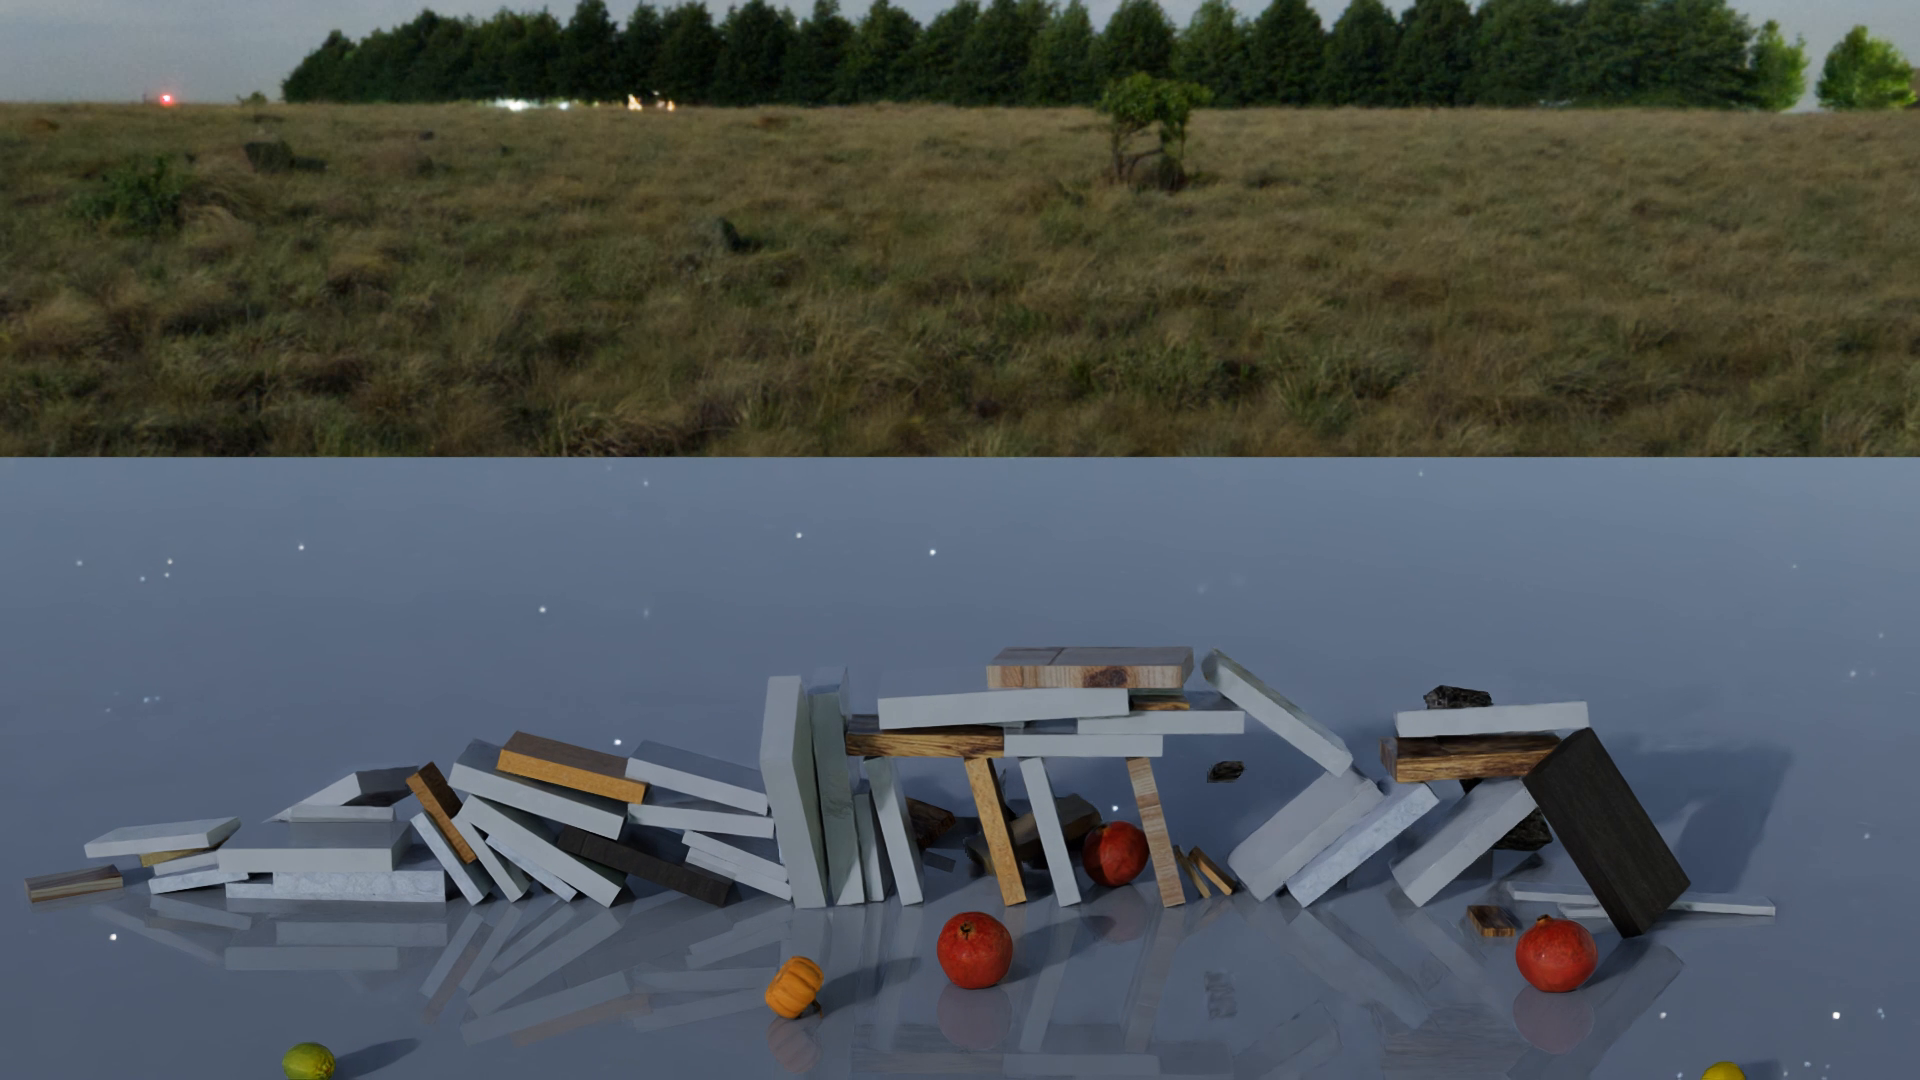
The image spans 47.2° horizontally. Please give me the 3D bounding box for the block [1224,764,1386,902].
[{"bbox_3d":[0.575,0.484,3.685,0.269,0.038,0.135,-40,16,0],"label":"block"}]

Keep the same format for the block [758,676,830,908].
[{"bbox_3d":[-0.261,0.409,3.543,0.051,0.359,0.180,-4,42,5],"label":"block"}]

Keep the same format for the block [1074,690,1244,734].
[{"bbox_3d":[0.325,0.283,3.616,0.269,0.038,0.135,0,11,0],"label":"block"}]

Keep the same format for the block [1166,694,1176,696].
[{"bbox_3d":[0.324,0.250,3.652,0.045,0.013,0.090,-7,13,-34],"label":"block"}]

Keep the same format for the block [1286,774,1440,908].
[{"bbox_3d":[0.658,0.486,3.649,0.282,0.040,0.141,-40,8,7],"label":"block"}]

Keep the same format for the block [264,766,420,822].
[{"bbox_3d":[-1.079,0.464,3.821,0.281,0.040,0.140,-27,-15,30],"label":"block"}]

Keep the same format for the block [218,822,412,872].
[{"bbox_3d":[-1.066,0.509,3.646,0.281,0.040,0.140,0,10,-1],"label":"block"}]

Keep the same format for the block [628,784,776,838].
[{"bbox_3d":[-0.422,0.451,3.667,0.242,0.034,0.121,6,10,3],"label":"block"}]

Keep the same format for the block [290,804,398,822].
[{"bbox_3d":[-1.044,0.485,3.741,0.170,0.085,0.024,2,50,-3],"label":"block"}]

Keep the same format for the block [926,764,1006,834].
[{"bbox_3d":[0.008,0.485,4.148,0.108,0.031,0.337,2,11,10],"label":"block"}]

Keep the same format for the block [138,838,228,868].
[{"bbox_3d":[-1.317,0.518,3.728,0.143,0.020,0.072,-15,10,-25],"label":"block"}]

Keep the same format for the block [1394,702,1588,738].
[{"bbox_3d":[0.867,0.294,3.606,0.298,0.042,0.149,-4,-5,9],"label":"block"}]

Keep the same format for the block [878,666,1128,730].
[{"bbox_3d":[0.070,0.249,3.598,0.399,0.051,0.180,-4,10,1],"label":"block"}]

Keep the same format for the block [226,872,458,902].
[{"bbox_3d":[-1.031,0.575,3.680,0.370,0.025,0.087,1,11,3],"label":"block"}]

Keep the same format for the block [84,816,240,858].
[{"bbox_3d":[-1.347,0.502,3.717,0.259,0.024,0.085,-8,10,21],"label":"block"}]

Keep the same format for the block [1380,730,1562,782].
[{"bbox_3d":[0.846,0.354,3.624,0.282,0.040,0.141,-3,9,0],"label":"block"}]

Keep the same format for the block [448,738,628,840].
[{"bbox_3d":[-0.689,0.412,3.648,0.289,0.041,0.144,18,10,-3],"label":"block"}]

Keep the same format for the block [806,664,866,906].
[{"bbox_3d":[-0.199,0.405,3.665,0.051,0.359,0.180,-6,11,3],"label":"block"}]

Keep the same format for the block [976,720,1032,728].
[{"bbox_3d":[0.037,0.285,3.649,0.166,0.023,0.083,2,11,17],"label":"block"}]

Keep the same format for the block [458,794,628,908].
[{"bbox_3d":[-0.684,0.495,3.655,0.289,0.041,0.144,33,9,-5],"label":"block"}]

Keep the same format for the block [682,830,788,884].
[{"bbox_3d":[-0.365,0.513,3.663,0.185,0.026,0.092,21,10,1],"label":"block"}]

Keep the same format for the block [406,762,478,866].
[{"bbox_3d":[-0.847,0.452,3.643,0.024,0.171,0.085,-33,4,6],"label":"block"}]

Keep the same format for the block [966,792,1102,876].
[{"bbox_3d":[0.128,0.511,3.824,0.217,0.031,0.108,-22,16,-14],"label":"block"}]

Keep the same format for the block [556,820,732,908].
[{"bbox_3d":[-0.515,0.520,3.662,0.289,0.041,0.144,21,10,-3],"label":"block"}]

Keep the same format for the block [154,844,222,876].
[{"bbox_3d":[-1.280,0.533,3.716,0.143,0.020,0.072,-12,9,-3],"label":"block"}]

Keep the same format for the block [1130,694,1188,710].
[{"bbox_3d":[0.324,0.265,3.575,0.090,0.013,0.045,-1,11,-4],"label":"block"}]

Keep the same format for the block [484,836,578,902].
[{"bbox_3d":[-0.705,0.529,3.656,0.171,0.024,0.086,37,9,-6],"label":"block"}]

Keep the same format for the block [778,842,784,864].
[{"bbox_3d":[-0.288,0.442,3.645,0.024,0.170,0.085,-4,10,5],"label":"block"}]

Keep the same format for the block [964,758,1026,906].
[{"bbox_3d":[0.059,0.464,3.649,0.036,0.254,0.127,-15,10,3],"label":"block"}]

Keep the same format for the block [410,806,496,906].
[{"bbox_3d":[-0.836,0.514,3.636,0.025,0.175,0.087,-33,7,7],"label":"block"}]

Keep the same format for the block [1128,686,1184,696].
[{"bbox_3d":[0.319,0.244,3.619,0.090,0.013,0.045,-2,11,-2],"label":"block"}]

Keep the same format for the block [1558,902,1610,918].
[{"bbox_3d":[1.031,0.599,3.579,0.102,0.014,0.051,0,11,-1],"label":"block"}]

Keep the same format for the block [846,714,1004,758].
[{"bbox_3d":[-0.055,0.322,3.620,0.254,0.036,0.127,1,11,2],"label":"block"}]

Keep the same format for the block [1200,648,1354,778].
[{"bbox_3d":[0.520,0.282,3.623,0.269,0.038,0.135,36,9,-4],"label":"block"}]

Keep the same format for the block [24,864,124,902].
[{"bbox_3d":[-1.487,0.576,3.690,0.143,0.020,0.072,-6,12,-31],"label":"block"}]

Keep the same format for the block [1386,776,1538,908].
[{"bbox_3d":[0.841,0.481,3.649,0.282,0.040,0.141,-42,8,7],"label":"block"}]

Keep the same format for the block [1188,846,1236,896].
[{"bbox_3d":[0.421,0.552,3.676,0.091,0.013,0.045,43,15,4],"label":"block"}]

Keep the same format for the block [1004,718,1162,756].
[{"bbox_3d":[0.200,0.321,3.617,0.256,0.036,0.128,0,11,1],"label":"block"}]

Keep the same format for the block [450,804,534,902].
[{"bbox_3d":[-0.776,0.514,3.651,0.024,0.171,0.086,-33,8,6],"label":"block"}]

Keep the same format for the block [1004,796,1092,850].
[{"bbox_3d":[0.157,0.515,3.987,0.108,0.031,0.217,-2,11,-13],"label":"block"}]

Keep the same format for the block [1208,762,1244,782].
[{"bbox_3d":[0.445,0.387,3.676,0.045,0.013,0.091,-3,-19,-3],"label":"block"}]

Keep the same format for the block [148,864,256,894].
[{"bbox_3d":[-1.260,0.556,3.694,0.175,0.025,0.087,-10,9,8],"label":"block"}]

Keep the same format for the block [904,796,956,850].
[{"bbox_3d":[-0.094,0.506,3.966,0.083,0.023,0.166,-39,31,-30],"label":"block"}]

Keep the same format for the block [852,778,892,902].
[{"bbox_3d":[-0.145,0.497,3.658,0.026,0.184,0.092,-7,10,7],"label":"block"}]

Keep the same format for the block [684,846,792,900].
[{"bbox_3d":[-0.360,0.542,3.667,0.185,0.026,0.092,21,10,-1],"label":"block"}]

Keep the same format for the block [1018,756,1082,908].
[{"bbox_3d":[0.147,0.465,3.643,0.036,0.256,0.128,-15,10,3],"label":"block"}]

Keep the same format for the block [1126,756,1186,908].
[{"bbox_3d":[0.321,0.464,3.643,0.036,0.256,0.128,-14,10,4],"label":"block"}]

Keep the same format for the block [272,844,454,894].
[{"bbox_3d":[-0.981,0.546,3.660,0.281,0.040,0.140,0,11,1],"label":"block"}]

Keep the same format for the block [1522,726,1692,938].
[{"bbox_3d":[1.027,0.463,3.489,0.149,0.298,0.042,-32,0,-34],"label":"block"}]

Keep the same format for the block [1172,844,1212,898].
[{"bbox_3d":[0.386,0.551,3.657,0.013,0.091,0.045,-35,8,7],"label":"block"}]

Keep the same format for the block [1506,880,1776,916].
[{"bbox_3d":[1.111,0.585,3.589,0.423,0.014,0.051,4,10,0],"label":"block"}]

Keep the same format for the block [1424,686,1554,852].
[{"bbox_3d":[0.934,0.404,3.889,0.149,0.298,0.042,10,-39,-43],"label":"block"}]

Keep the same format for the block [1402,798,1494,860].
[{"bbox_3d":[0.863,0.518,3.958,0.126,0.036,0.252,0,11,-2],"label":"block"}]

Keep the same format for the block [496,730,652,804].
[{"bbox_3d":[-0.635,0.378,3.654,0.242,0.034,0.121,14,9,-2],"label":"block"}]

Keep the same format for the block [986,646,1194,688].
[{"bbox_3d":[0.212,0.205,3.549,0.315,0.036,0.126,-1,11,16],"label":"block"}]

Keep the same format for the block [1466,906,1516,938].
[{"bbox_3d":[0.850,0.610,3.520,0.051,0.014,0.102,0,11,-1],"label":"block"}]

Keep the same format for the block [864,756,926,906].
[{"bbox_3d":[-0.107,0.464,3.650,0.036,0.254,0.127,-14,10,3],"label":"block"}]

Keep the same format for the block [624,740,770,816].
[{"bbox_3d":[-0.426,0.395,3.667,0.242,0.034,0.121,15,9,2],"label":"block"}]
